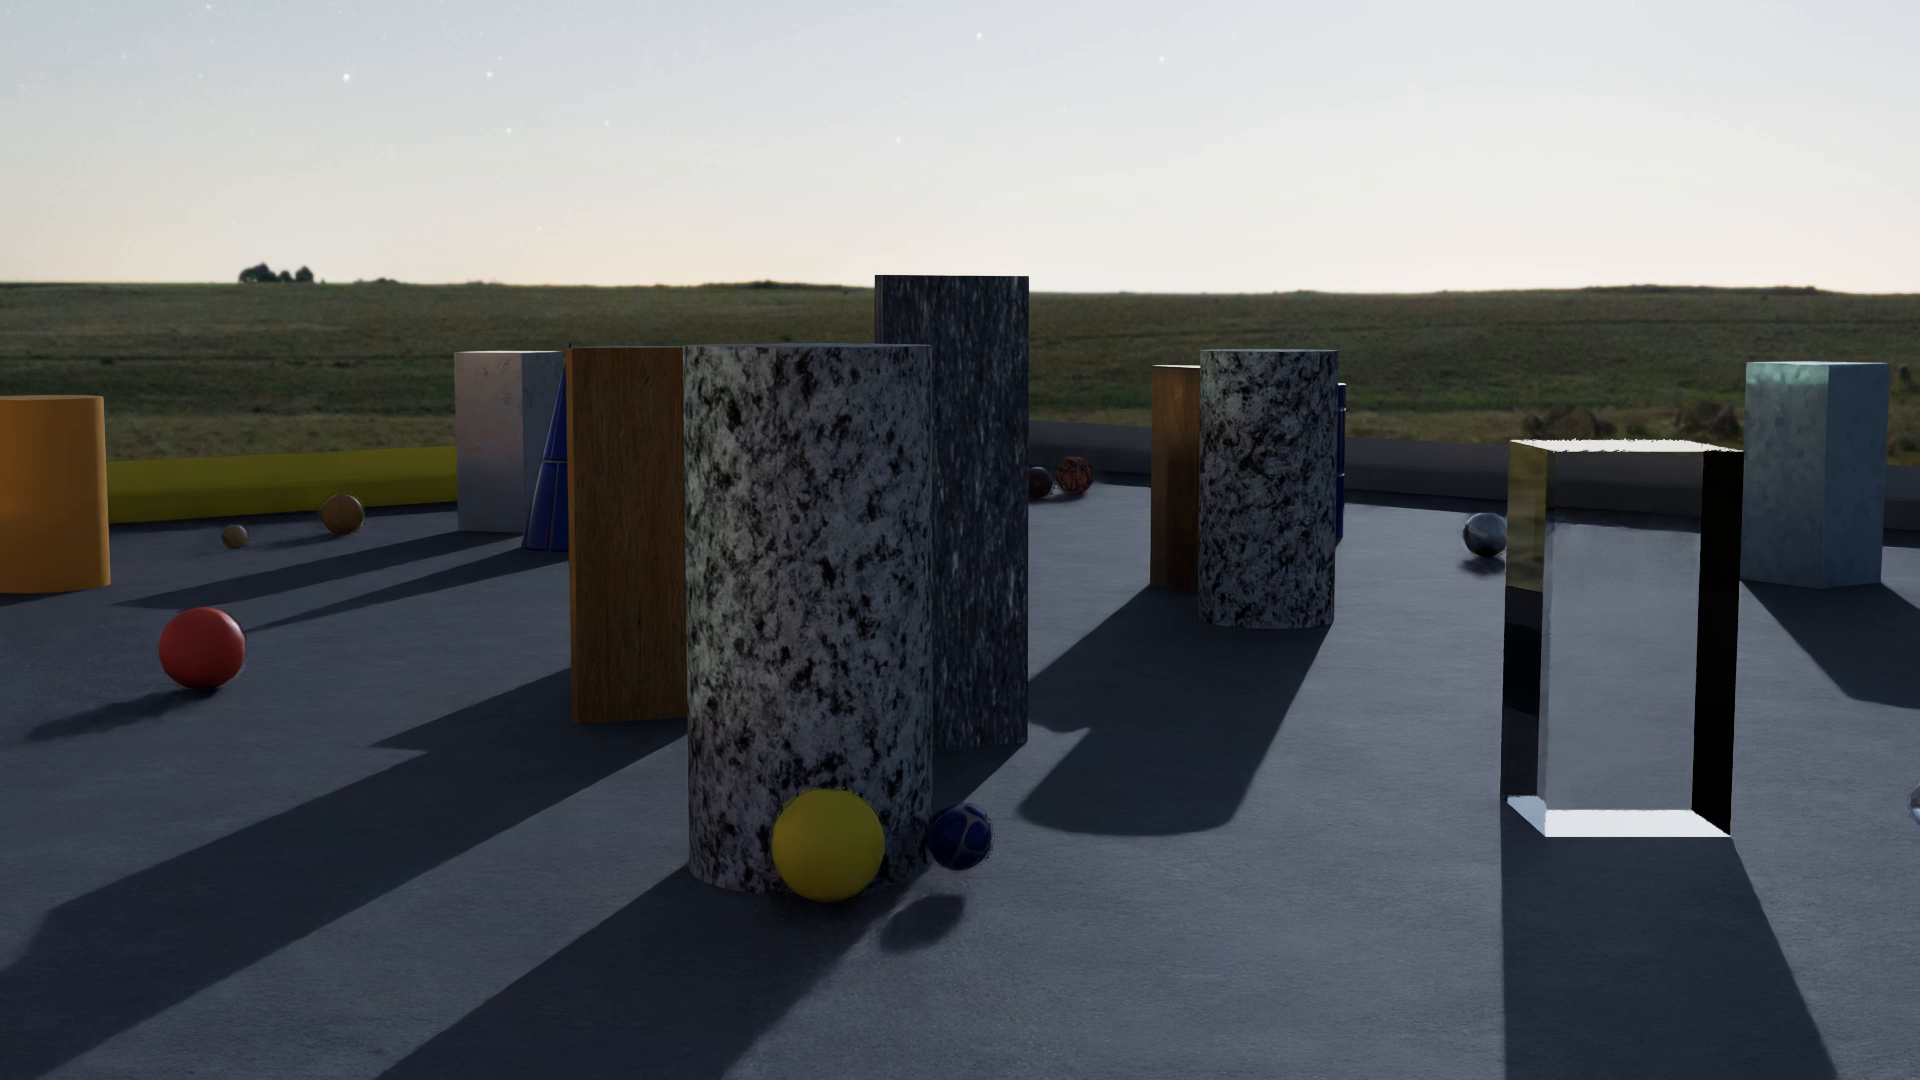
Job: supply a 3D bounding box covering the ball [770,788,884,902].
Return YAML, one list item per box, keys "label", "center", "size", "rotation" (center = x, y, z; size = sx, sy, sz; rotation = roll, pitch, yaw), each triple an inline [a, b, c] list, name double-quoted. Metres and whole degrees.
- label: "ball"
  center: [-0.098, 0.226, 1.632]
  size: [0.084, 0.084, 0.084]
  rotation: [0, 6, 0]

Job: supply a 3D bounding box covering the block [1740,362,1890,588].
- label: "block"
  center: [1.403, -0.111, 3.613]
  size: [0.157, 0.358, 0.157]
  rotation: [-4, 7, -32]

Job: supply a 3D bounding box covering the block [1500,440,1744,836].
- label: "block"
  center: [0.575, 0.081, 1.926]
  size: [0.157, 0.327, 0.157]
  rotation: [0, 6, 0]

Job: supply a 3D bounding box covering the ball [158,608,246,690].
- label: "ball"
  center: [-0.891, 0.128, 2.585]
  size: [0.097, 0.097, 0.097]
  rotation: [0, 6, 0]

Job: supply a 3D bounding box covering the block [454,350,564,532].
- label: "block"
  center: [-0.916, -0.203, 4.486]
  size: [0.157, 0.360, 0.157]
  rotation: [2, 6, 20]

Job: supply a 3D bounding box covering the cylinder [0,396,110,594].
- label: "cylinder"
  center: [-1.481, -0.078, 3.548]
  size: [0.196, 0.305, 0.196]
  rotation: [0, 6, 0]

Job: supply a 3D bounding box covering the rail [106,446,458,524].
- label: "rail"
  center: [-1.431, -0.128, 4.874]
  size: [4.385, 0.127, 0.045]
  rotation: [-5, 8, -42]

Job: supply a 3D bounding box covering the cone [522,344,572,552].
- label: "cone"
  center: [-0.727, -0.179, 4.119]
  size: [0.196, 0.388, 0.196]
  rotation: [0, 6, 0]

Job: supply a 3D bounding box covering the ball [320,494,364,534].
- label: "ball"
  center: [-1.226, -0.051, 4.366]
  size: [0.082, 0.082, 0.082]
  rotation: [0, 6, 0]

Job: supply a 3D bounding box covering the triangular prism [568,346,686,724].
- label: "triangular prism"
  center: [-0.363, -0.013, 2.452]
  size: [0.170, 0.404, 0.147]
  rotation: [-2, 6, -21]

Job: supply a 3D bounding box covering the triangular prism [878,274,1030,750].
- label: "triangular prism"
  center: [-0.038, -0.033, 2.283]
  size: [0.170, 0.479, 0.147]
  rotation: [-3, 7, -27]

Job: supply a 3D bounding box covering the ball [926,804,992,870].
- label: "ball"
  center: [-0.001, 0.231, 1.711]
  size: [0.051, 0.051, 0.051]
  rotation: [0, 6, 0]

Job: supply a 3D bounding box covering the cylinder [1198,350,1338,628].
- label: "cylinder"
  center: [0.442, -0.078, 3.159]
  size: [0.196, 0.387, 0.196]
  rotation: [0, 6, 0]

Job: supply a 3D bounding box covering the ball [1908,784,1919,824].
- label: "ball"
  center: [0.839, 0.227, 1.888]
  size: [0.045, 0.045, 0.045]
  rotation: [0, 6, 0]

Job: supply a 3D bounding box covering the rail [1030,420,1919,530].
- label: "rail"
  center: [1.594, -0.120, 4.795]
  size: [0.045, 0.127, 4.268]
  rotation: [-5, 8, -42]

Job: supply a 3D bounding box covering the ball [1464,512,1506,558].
- label: "ball"
  center: [0.951, -0.010, 3.971]
  size: [0.082, 0.082, 0.082]
  rotation: [0, 6, 0]

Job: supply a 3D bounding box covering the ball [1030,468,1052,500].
- label: "ball"
  center: [0.180, -0.134, 5.186]
  size: [0.076, 0.076, 0.076]
  rotation: [0, 6, 0]

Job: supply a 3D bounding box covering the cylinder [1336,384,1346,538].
- label: "cylinder"
  center: [0.659, -0.157, 4.334]
  size: [0.196, 0.300, 0.196]
  rotation: [0, 6, 0]

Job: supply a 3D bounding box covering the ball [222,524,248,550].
- label: "ball"
  center: [-1.351, -0.005, 4.097]
  size: [0.047, 0.047, 0.047]
  rotation: [0, 6, 0]

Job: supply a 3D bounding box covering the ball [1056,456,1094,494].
- label: "ball"
  center: [0.279, -0.157, 5.341]
  size: [0.090, 0.090, 0.090]
  rotation: [0, 6, 0]

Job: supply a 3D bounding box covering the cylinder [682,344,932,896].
- label: "cylinder"
  center: [-0.120, 0.054, 1.753]
  size: [0.196, 0.417, 0.196]
  rotation: [0, 6, 0]

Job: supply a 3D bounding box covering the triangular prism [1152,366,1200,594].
- label: "triangular prism"
  center: [0.371, -0.101, 3.529]
  size: [0.147, 0.355, 0.170]
  rotation: [5, 8, 38]
